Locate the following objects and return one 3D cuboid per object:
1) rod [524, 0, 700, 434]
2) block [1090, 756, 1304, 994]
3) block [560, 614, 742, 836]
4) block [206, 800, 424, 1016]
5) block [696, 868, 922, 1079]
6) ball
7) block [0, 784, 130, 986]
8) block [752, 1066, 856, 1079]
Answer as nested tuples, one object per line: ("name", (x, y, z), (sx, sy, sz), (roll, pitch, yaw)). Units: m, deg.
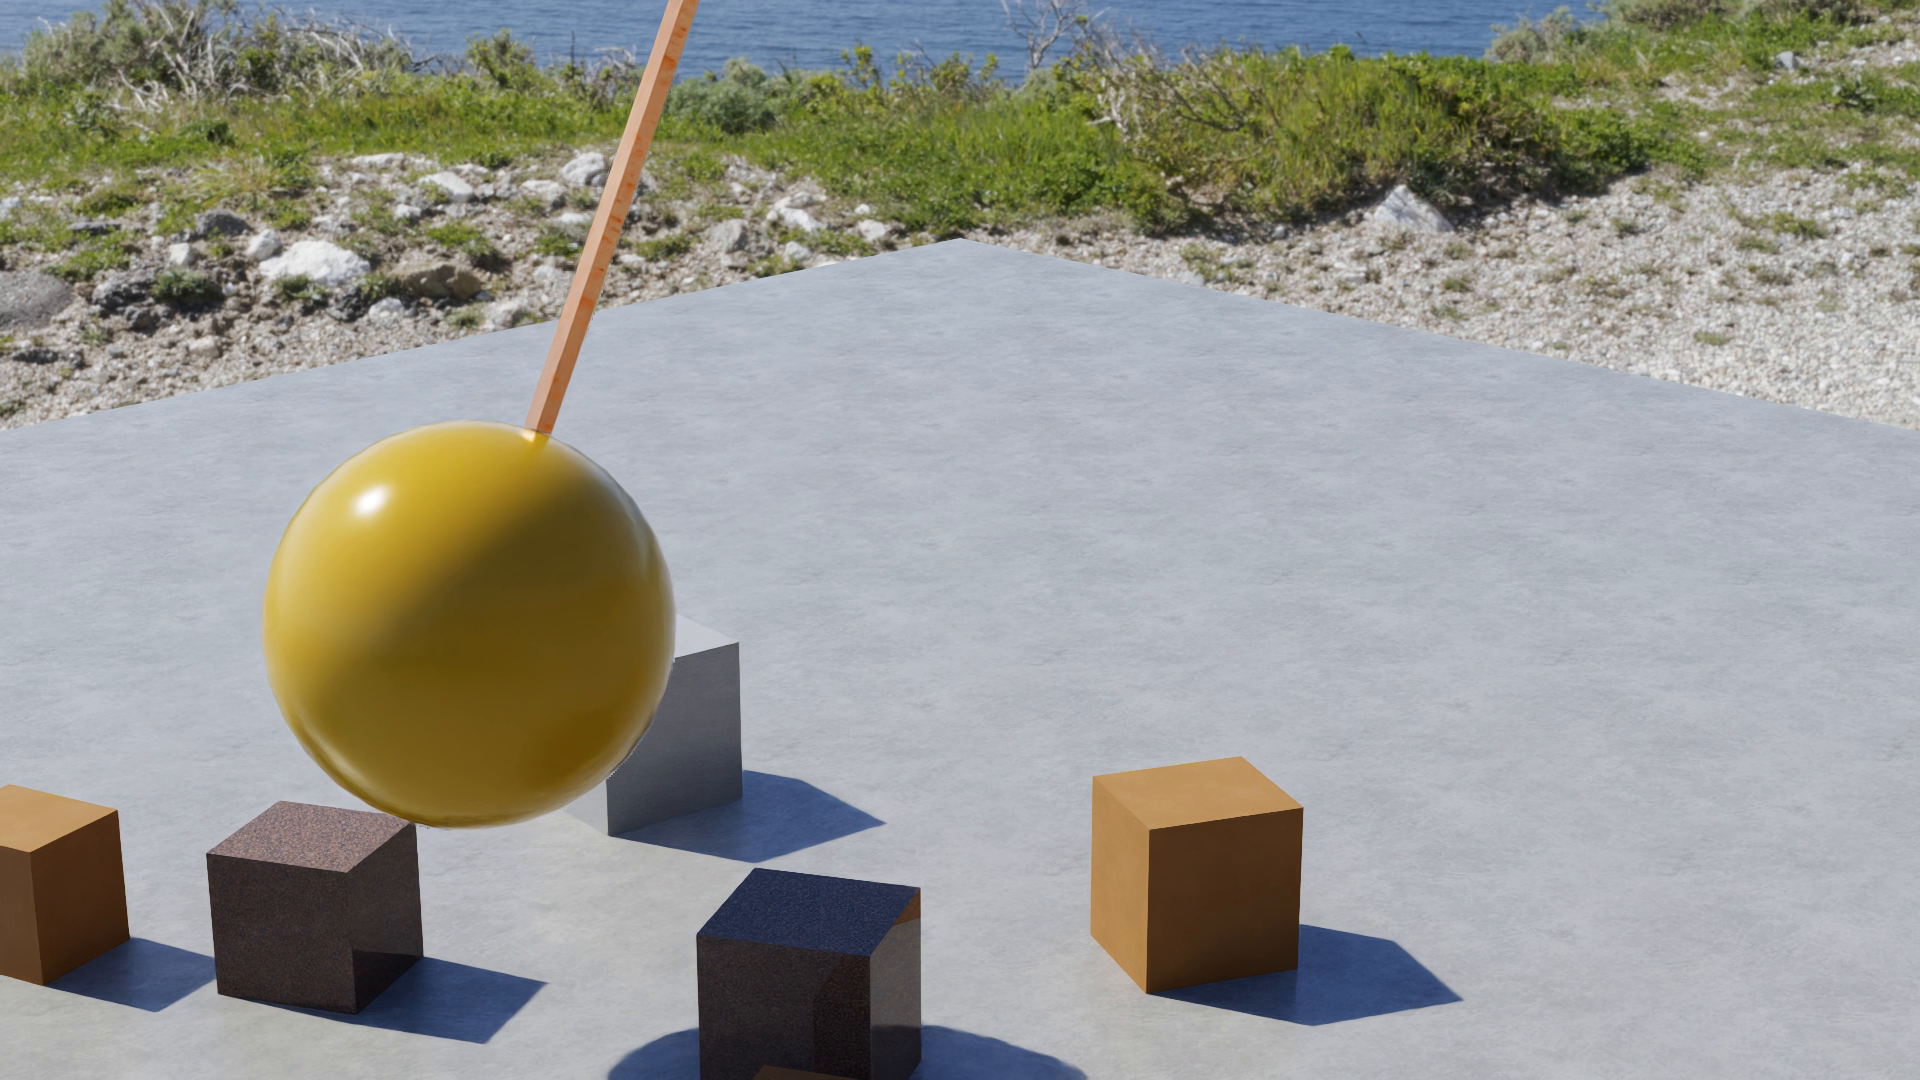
("rod", (-0.827, -2.893, 11.566), (0.080, 5.200, 0.080), (17, -3, 42))
("block", (1.006, 1.425, 12.569), (0.703, 0.745, 0.619), (-6, 18, -19))
("block", (-1.588, 0.863, 14.257), (0.772, 0.805, 0.714), (-14, 22, -37))
("block", (-2.711, 1.542, 12.368), (0.651, 0.642, 0.594), (5, 18, 17))
("block", (-0.577, 1.785, 11.413), (0.691, 0.750, 0.649), (5, 18, 15))
("ball", (-1.908, 0.329, 11.445), (1.600, 1.600, 1.600), (0, 17, 0))
("block", (-4.021, 1.477, 12.625), (0.626, 0.612, 0.519), (9, 20, 26))
("block", (-0.583, 2.219, 10.629), (0.450, 0.393, 0.475), (5, 18, 17))
